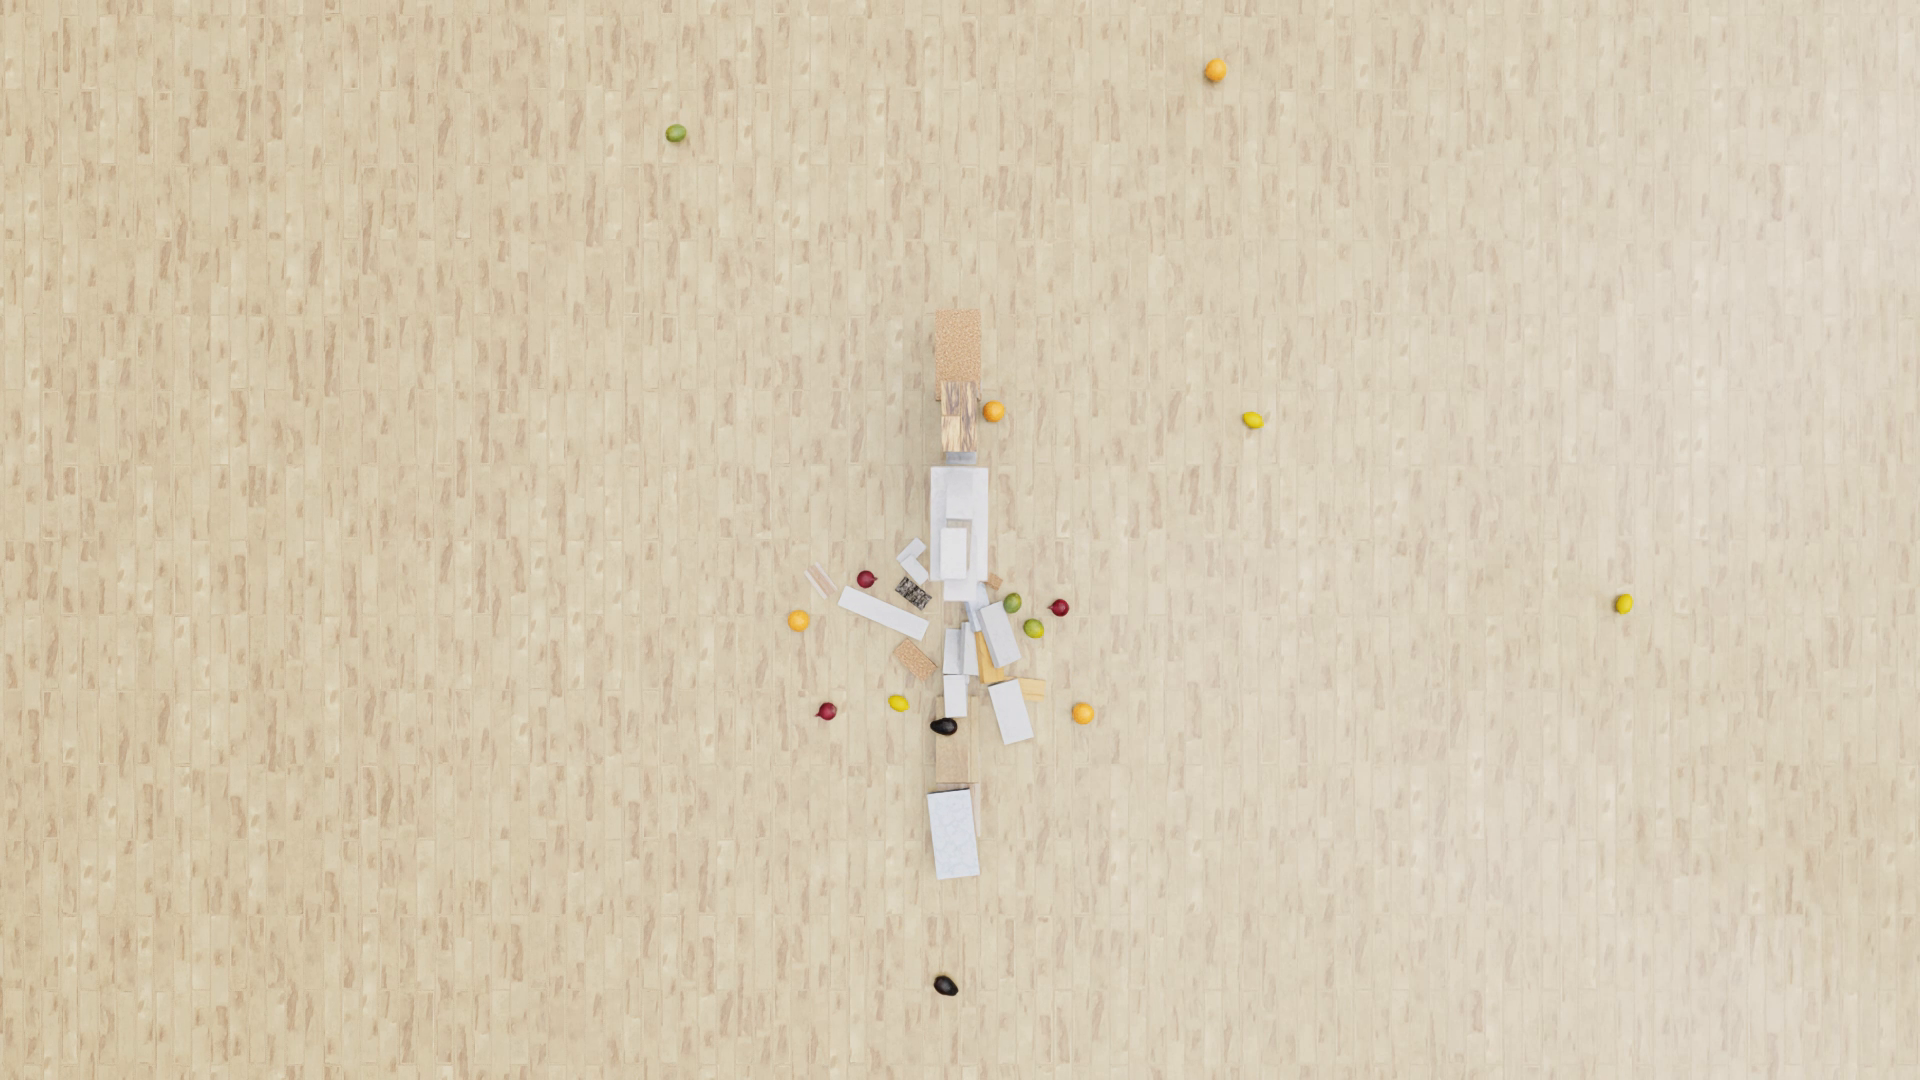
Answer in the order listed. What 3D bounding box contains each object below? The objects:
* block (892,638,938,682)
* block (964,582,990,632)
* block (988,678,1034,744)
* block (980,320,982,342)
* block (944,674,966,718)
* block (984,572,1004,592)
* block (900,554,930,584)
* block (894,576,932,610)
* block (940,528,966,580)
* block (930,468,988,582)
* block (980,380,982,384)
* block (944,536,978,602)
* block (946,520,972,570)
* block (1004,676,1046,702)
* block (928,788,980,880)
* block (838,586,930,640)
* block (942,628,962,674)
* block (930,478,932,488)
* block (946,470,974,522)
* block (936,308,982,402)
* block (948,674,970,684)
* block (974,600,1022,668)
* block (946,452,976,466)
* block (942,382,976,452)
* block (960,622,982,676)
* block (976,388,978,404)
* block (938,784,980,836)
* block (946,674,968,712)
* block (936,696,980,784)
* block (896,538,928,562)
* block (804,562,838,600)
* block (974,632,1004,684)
[{"bbox_3d":[-0.150,0.401,5.490,0.140,0.020,0.070,44,90,0],"label":"block"},{"bbox_3d":[0.057,0.214,5.459,0.086,0.024,0.171,-13,86,-40],"label":"block"},{"bbox_3d":[0.169,0.568,5.471,0.101,0.029,0.203,-16,97,3],"label":"block"},{"bbox_3d":[-0.002,-0.675,5.357,0.143,0.286,0.041,0,90,0],"label":"block"},{"bbox_3d":[-0.016,0.514,5.420,0.069,0.020,0.139,-3,74,-1],"label":"block"},{"bbox_3d":[0.091,0.127,5.476,0.099,0.050,0.014,31,129,0],"label":"block"},{"bbox_3d":[-0.149,0.098,5.483,0.049,0.014,0.099,-42,101,-1],"label":"block"},{"bbox_3d":[-0.155,0.178,5.492,0.115,0.016,0.058,38,90,0],"label":"block"},{"bbox_3d":[-0.020,0.042,5.036,0.078,0.022,0.156,1,90,0],"label":"block"},{"bbox_3d":[-0.002,-0.049,5.122,0.176,0.050,0.352,0,90,0],"label":"block"},{"bbox_3d":[-0.002,-0.485,5.357,0.143,0.286,0.041,0,90,0],"label":"block"},{"bbox_3d":[0.001,0.086,5.083,0.101,0.029,0.203,1,90,0],"label":"block"},{"bbox_3d":[-0.006,0.012,5.058,0.078,0.022,0.156,3,90,0],"label":"block"},{"bbox_3d":[0.213,0.495,5.490,0.140,0.020,0.070,6,90,0],"label":"block"},{"bbox_3d":[-0.021,0.968,5.440,0.141,0.040,0.282,-7,90,0],"label":"block"},{"bbox_3d":[-0.254,0.243,5.490,0.304,0.020,0.070,24,90,0],"label":"block"},{"bbox_3d":[-0.023,0.371,5.463,0.058,0.016,0.152,4,74,1],"label":"block"},{"bbox_3d":[-0.003,-0.171,5.323,0.176,0.352,0.050,0,92,0],"label":"block"},{"bbox_3d":[-0.001,-0.134,5.060,0.078,0.022,0.156,3,70,0],"label":"block"},{"bbox_3d":[-0.006,-0.582,5.194,0.143,0.041,0.286,0,90,0],"label":"block"},{"bbox_3d":[-0.004,0.409,5.471,0.069,0.020,0.139,1,74,0],"label":"block"},{"bbox_3d":[0.127,0.312,5.454,0.101,0.029,0.203,-20,92,-40],"label":"block"},{"bbox_3d":[0.004,-0.336,5.295,0.096,0.027,0.192,0,90,0],"label":"block"},{"bbox_3d":[-0.003,-0.370,4.948,0.105,0.030,0.211,0,90,0],"label":"block"},{"bbox_3d":[0.042,0.361,5.453,0.085,0.024,0.171,9,80,-37],"label":"block"},{"bbox_3d":[0.003,-0.440,5.068,0.105,0.211,0.030,-4,90,0],"label":"block"},{"bbox_3d":[-0.003,0.841,5.480,0.141,0.040,0.282,0,90,0],"label":"block"},{"bbox_3d":[-0.010,0.504,5.458,0.069,0.020,0.139,1,61,1],"label":"block"},{"bbox_3d":[-0.008,0.661,5.449,0.141,0.040,0.282,0,77,0],"label":"block"},{"bbox_3d":[-0.162,0.042,5.493,0.049,0.014,0.099,44,90,0],"label":"block"},{"bbox_3d":[-0.463,0.135,5.492,0.058,0.016,0.115,-37,90,0],"label":"block"},{"bbox_3d":[0.098,0.385,5.462,0.086,0.024,0.171,-5,88,-37],"label":"block"}]
